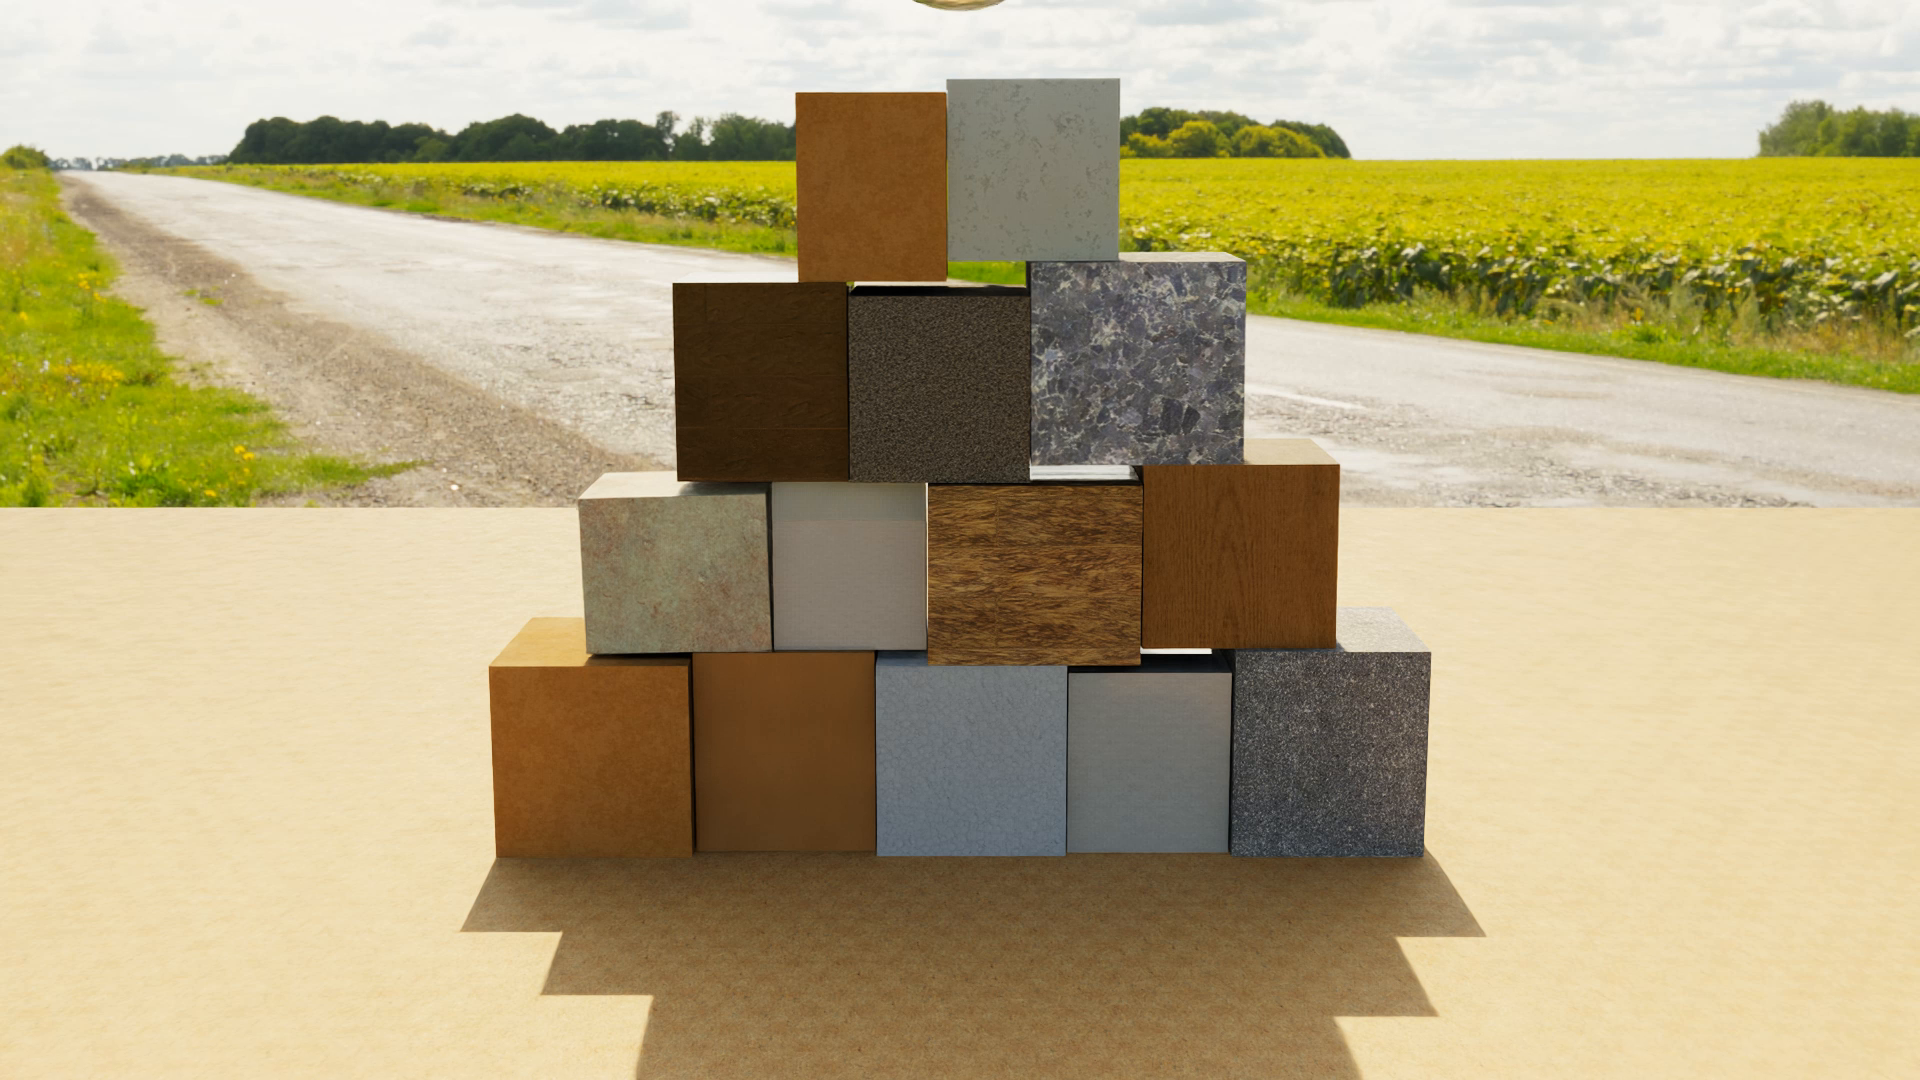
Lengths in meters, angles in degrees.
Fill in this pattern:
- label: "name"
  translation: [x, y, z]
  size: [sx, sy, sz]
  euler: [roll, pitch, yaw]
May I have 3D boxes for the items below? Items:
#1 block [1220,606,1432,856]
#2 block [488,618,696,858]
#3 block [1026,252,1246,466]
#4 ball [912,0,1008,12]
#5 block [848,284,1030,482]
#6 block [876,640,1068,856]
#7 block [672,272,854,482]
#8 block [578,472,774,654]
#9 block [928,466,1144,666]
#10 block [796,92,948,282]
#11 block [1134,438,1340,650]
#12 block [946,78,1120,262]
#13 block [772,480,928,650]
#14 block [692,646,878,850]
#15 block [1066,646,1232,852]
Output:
- label: "block"
  translation: [1.824, 0.965, 11.340]
  size: [0.953, 1.045, 1.056]
  euler: [0, 10, 0]
- label: "block"
  translation: [-1.815, 0.995, 11.365]
  size: [0.973, 0.976, 1.120]
  euler: [0, 10, 0]
- label: "block"
  translation: [0.854, -0.924, 10.997]
  size: [1.027, 0.976, 0.915]
  euler: [0, 10, 0]
- label: "ball"
  translation: [0.000, -4.568, 15.589]
  size: [1.600, 1.600, 1.600]
  euler: [0, 10, 0]
- label: "block"
  translation: [-0.097, -0.800, 11.019]
  size: [0.872, 0.901, 0.886]
  euler: [0, 10, 0]
- label: "block"
  translation: [0.056, 0.997, 11.373]
  size: [0.936, 0.969, 1.089]
  euler: [0, 10, 0]
- label: "block"
  translation: [-0.961, -0.833, 11.025]
  size: [0.835, 0.966, 0.836]
  euler: [0, 10, 0]
- label: "block"
  translation: [-1.397, 0.096, 11.191]
  size: [0.913, 0.780, 0.833]
  euler: [-1, 10, 0]
- label: "block"
  translation: [0.363, 0.085, 11.199]
  size: [1.040, 0.890, 1.033]
  euler: [0, 10, 0]
- label: "block"
  translation: [-0.422, -1.749, 10.862]
  size: [0.714, 0.892, 0.794]
  euler: [0, 10, 0]
- label: "block"
  translation: [1.366, -0.001, 11.178]
  size: [0.950, 0.912, 0.947]
  euler: [0, 10, 0]
- label: "block"
  translation: [0.348, -1.830, 10.858]
  size: [0.826, 0.860, 0.759]
  euler: [0, 10, 0]
- label: "block"
  translation: [-0.544, 0.061, 11.182]
  size: [0.754, 0.850, 0.725]
  euler: [0, 10, 0]
- label: "block"
  translation: [-0.870, 0.973, 11.376]
  size: [0.897, 1.015, 0.926]
  euler: [0, 10, 0]
- label: "block"
  translation: [0.936, 1.026, 11.349]
  size: [0.803, 0.921, 0.911]
  euler: [0, 10, 0]
